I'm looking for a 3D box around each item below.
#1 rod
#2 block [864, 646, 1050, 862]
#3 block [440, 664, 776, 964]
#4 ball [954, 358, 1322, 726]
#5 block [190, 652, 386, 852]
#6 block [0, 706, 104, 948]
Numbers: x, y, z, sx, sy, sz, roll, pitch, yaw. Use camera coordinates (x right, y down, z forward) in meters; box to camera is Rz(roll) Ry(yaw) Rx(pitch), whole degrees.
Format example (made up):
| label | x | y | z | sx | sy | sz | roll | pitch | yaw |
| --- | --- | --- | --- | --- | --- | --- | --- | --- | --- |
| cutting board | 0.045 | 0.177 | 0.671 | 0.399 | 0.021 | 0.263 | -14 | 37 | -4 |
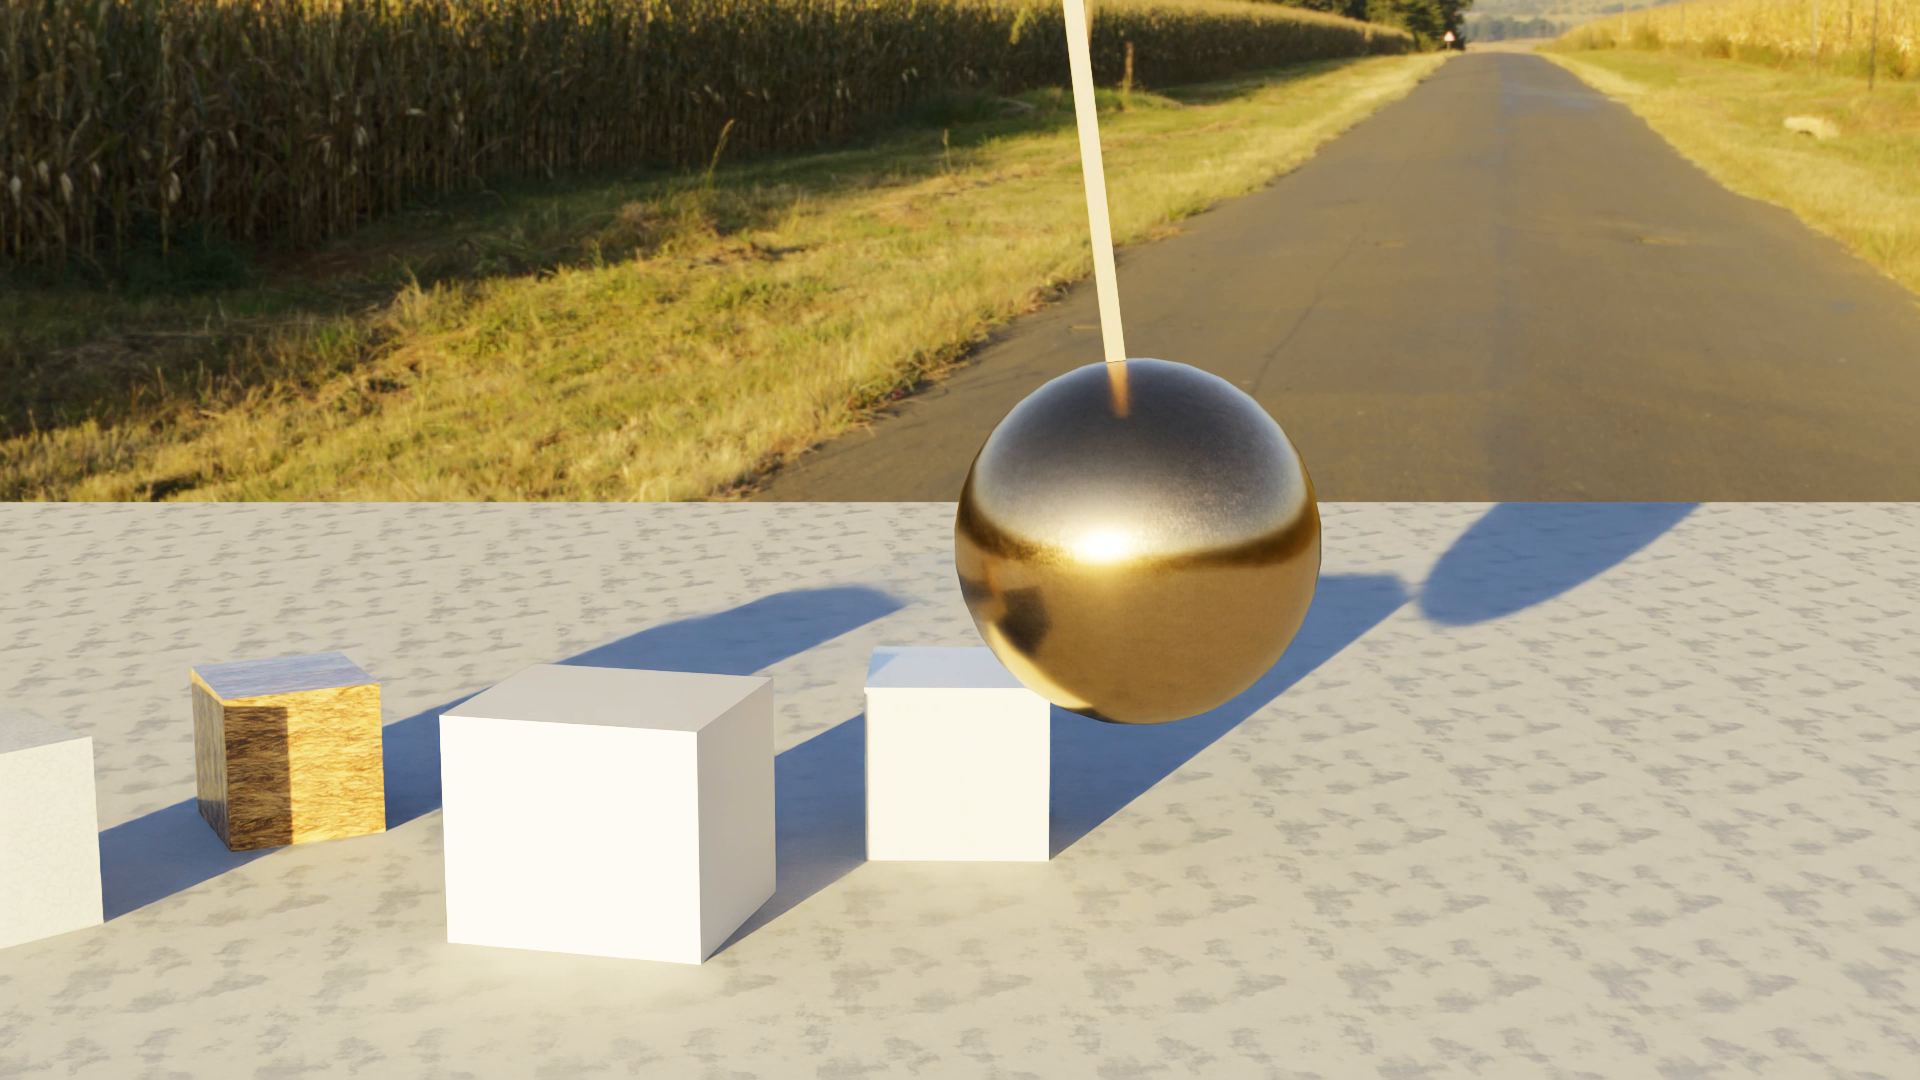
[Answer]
| label | x | y | z | sx | sy | sz | roll | pitch | yaw |
| --- | --- | --- | --- | --- | --- | --- | --- | --- | --- |
| rod | 0.335 | -3.311 | 10.578 | 0.080 | 5.200 | 0.080 | -7 | 10 | 1 |
| block | -0.006 | 0.980 | 11.938 | 0.827 | 0.800 | 0.842 | 0 | 10 | 1 |
| block | -1.449 | 1.118 | 10.746 | 1.095 | 0.955 | 0.957 | 3 | 11 | 14 |
| ball | 0.773 | 0.006 | 11.181 | 1.600 | 1.600 | 1.600 | 0 | 10 | 0 |
| block | -3.184 | 0.986 | 12.141 | 0.713 | 0.716 | 0.745 | -5 | 12 | -27 |
| block | -4.117 | 1.211 | 10.651 | 0.736 | 0.806 | 0.768 | 10 | 14 | 43 |
